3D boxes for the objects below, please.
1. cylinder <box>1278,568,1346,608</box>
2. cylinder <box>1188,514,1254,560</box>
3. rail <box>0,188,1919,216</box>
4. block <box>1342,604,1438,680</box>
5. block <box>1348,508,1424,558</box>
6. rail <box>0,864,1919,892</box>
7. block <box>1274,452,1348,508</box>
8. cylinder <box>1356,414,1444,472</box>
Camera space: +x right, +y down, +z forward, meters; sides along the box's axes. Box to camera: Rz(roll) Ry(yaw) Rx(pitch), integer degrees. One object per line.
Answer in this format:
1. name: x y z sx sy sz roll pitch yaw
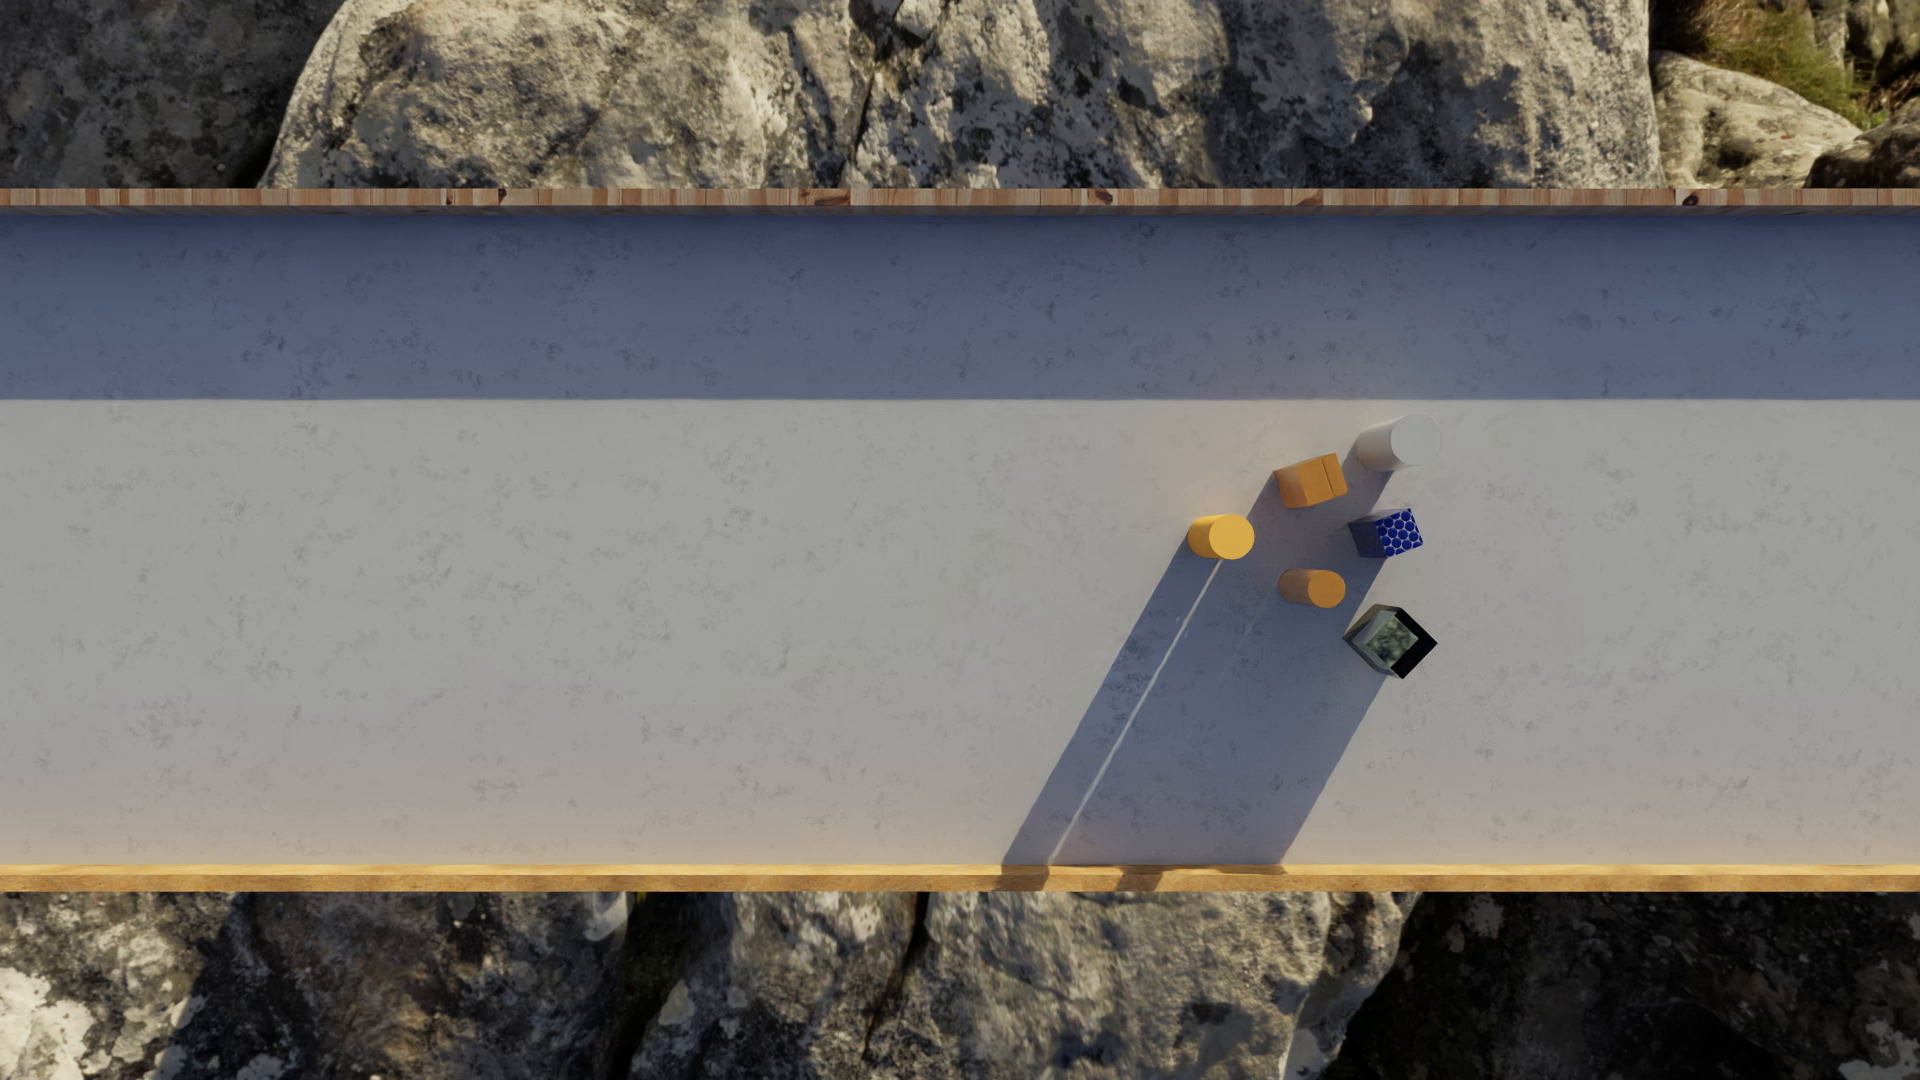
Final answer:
1. cylinder: 1.033 0.139 4.861 0.107 0.432 0.107 0 90 0
2. cylinder: 0.765 -0.009 4.859 0.128 0.436 0.128 0 90 0
3. rail: -2.247 -1.025 5.002 12.000 0.150 0.050 0 90 0
4. block: 1.278 0.300 4.922 0.147 0.310 0.147 44 90 0
5. block: 1.265 -0.019 4.915 0.112 0.322 0.112 -21 90 0
6. rail: -2.247 1.025 5.001 12.000 0.150 0.050 0 90 0
7. block: 1.041 -0.174 4.908 0.122 0.337 0.122 -19 90 0
8. cylinder: 1.291 -0.283 4.870 0.149 0.413 0.149 0 90 0
